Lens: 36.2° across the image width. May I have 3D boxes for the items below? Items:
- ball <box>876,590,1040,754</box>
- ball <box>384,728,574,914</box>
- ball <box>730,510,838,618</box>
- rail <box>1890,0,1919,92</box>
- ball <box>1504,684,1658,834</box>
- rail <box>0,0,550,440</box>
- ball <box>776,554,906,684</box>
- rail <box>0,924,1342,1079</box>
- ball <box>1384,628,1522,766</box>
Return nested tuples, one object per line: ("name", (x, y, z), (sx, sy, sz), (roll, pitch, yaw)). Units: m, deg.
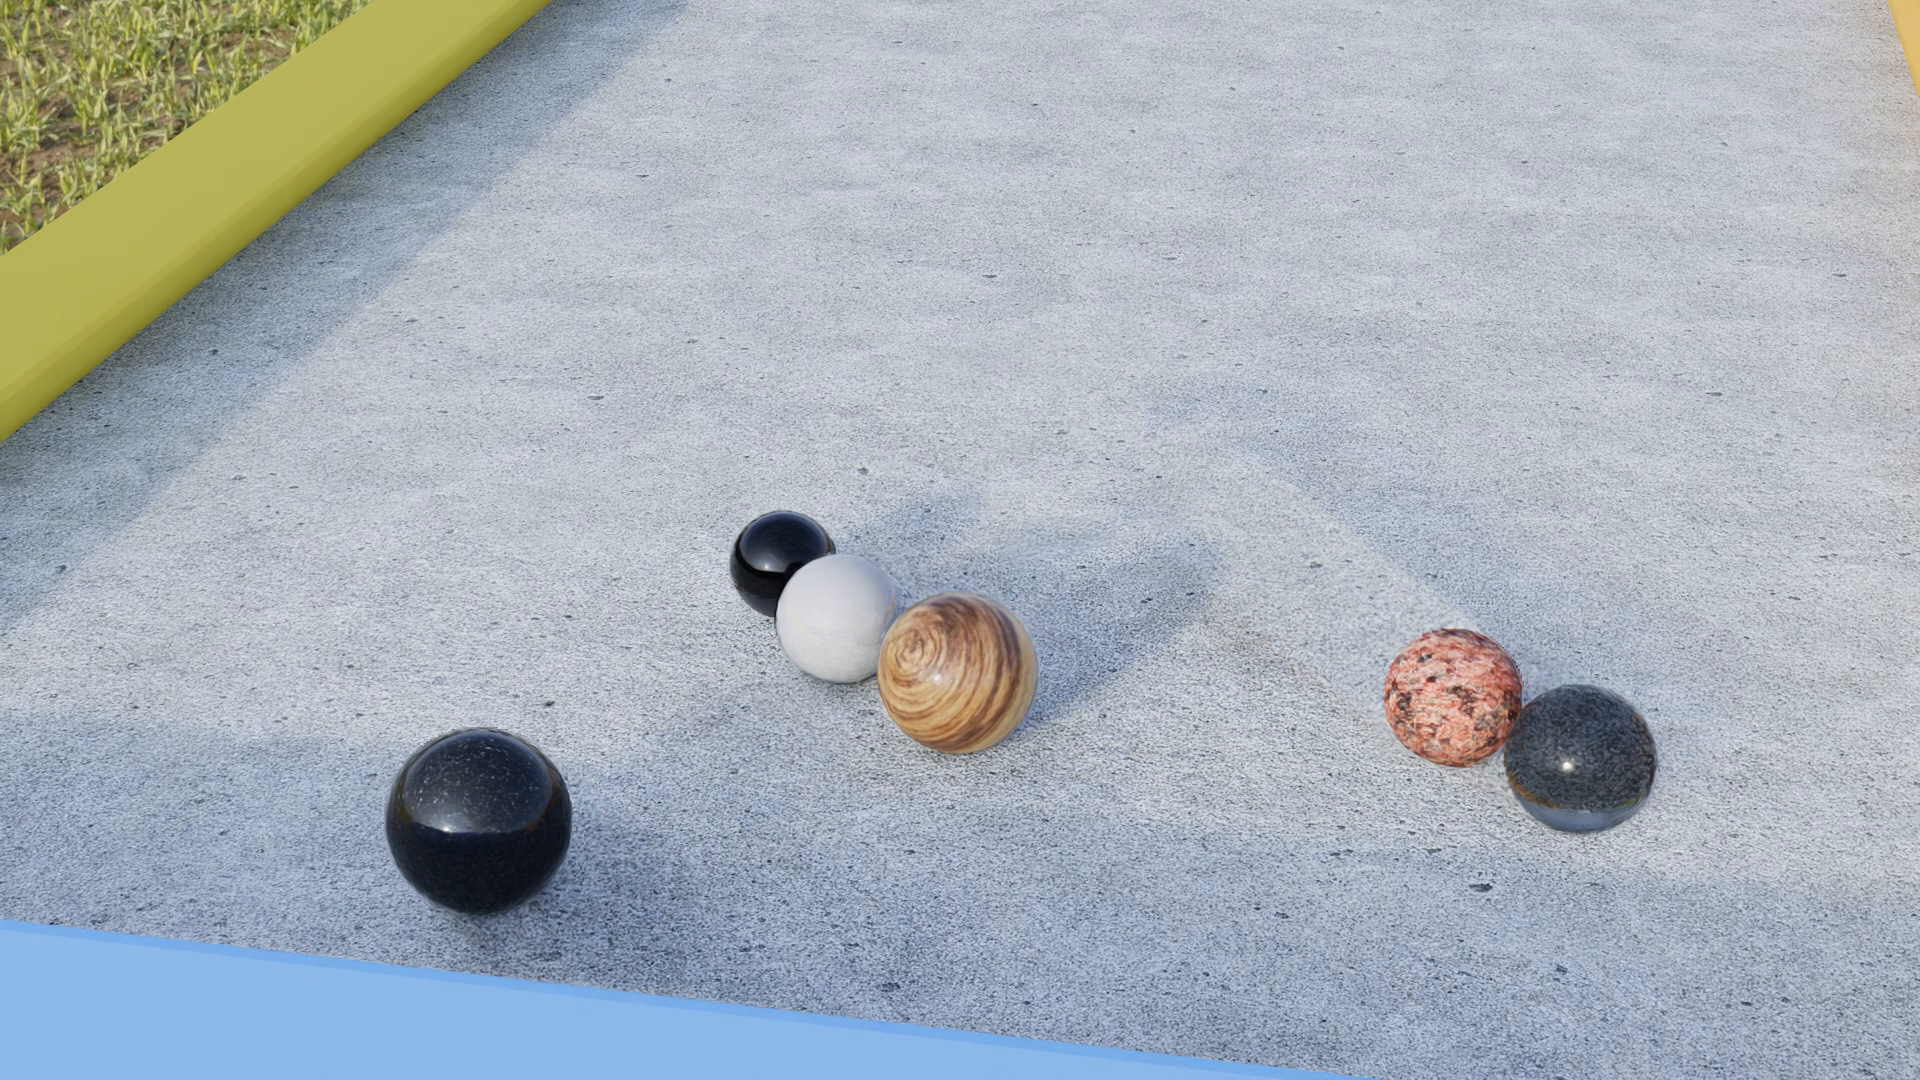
("ball", (-0.001, 0.077, 1.710), (0.094, 0.094, 0.094), (0, 25, 0))
("ball", (-0.254, 0.148, 1.554), (0.098, 0.098, 0.098), (0, 25, 0))
("ball", (-0.112, 0.016, 1.869), (0.069, 0.069, 0.069), (0, 25, 0))
("rail", (0.826, -0.246, 2.352), (0.045, 0.128, 2.679), (5, 26, 10))
("ball", (0.344, 0.121, 1.629), (0.083, 0.083, 0.083), (0, 25, 0))
("rail", (-0.563, -0.365, 2.604), (0.045, 0.128, 2.679), (5, 26, 10))
("ball", (-0.072, 0.048, 1.789), (0.079, 0.079, 0.079), (0, 25, 0))
("rail", (-0.127, 0.246, 1.311), (1.464, 0.128, 0.045), (5, 26, 10))
("ball", (0.285, 0.091, 1.698), (0.079, 0.079, 0.079), (0, 25, 0))
